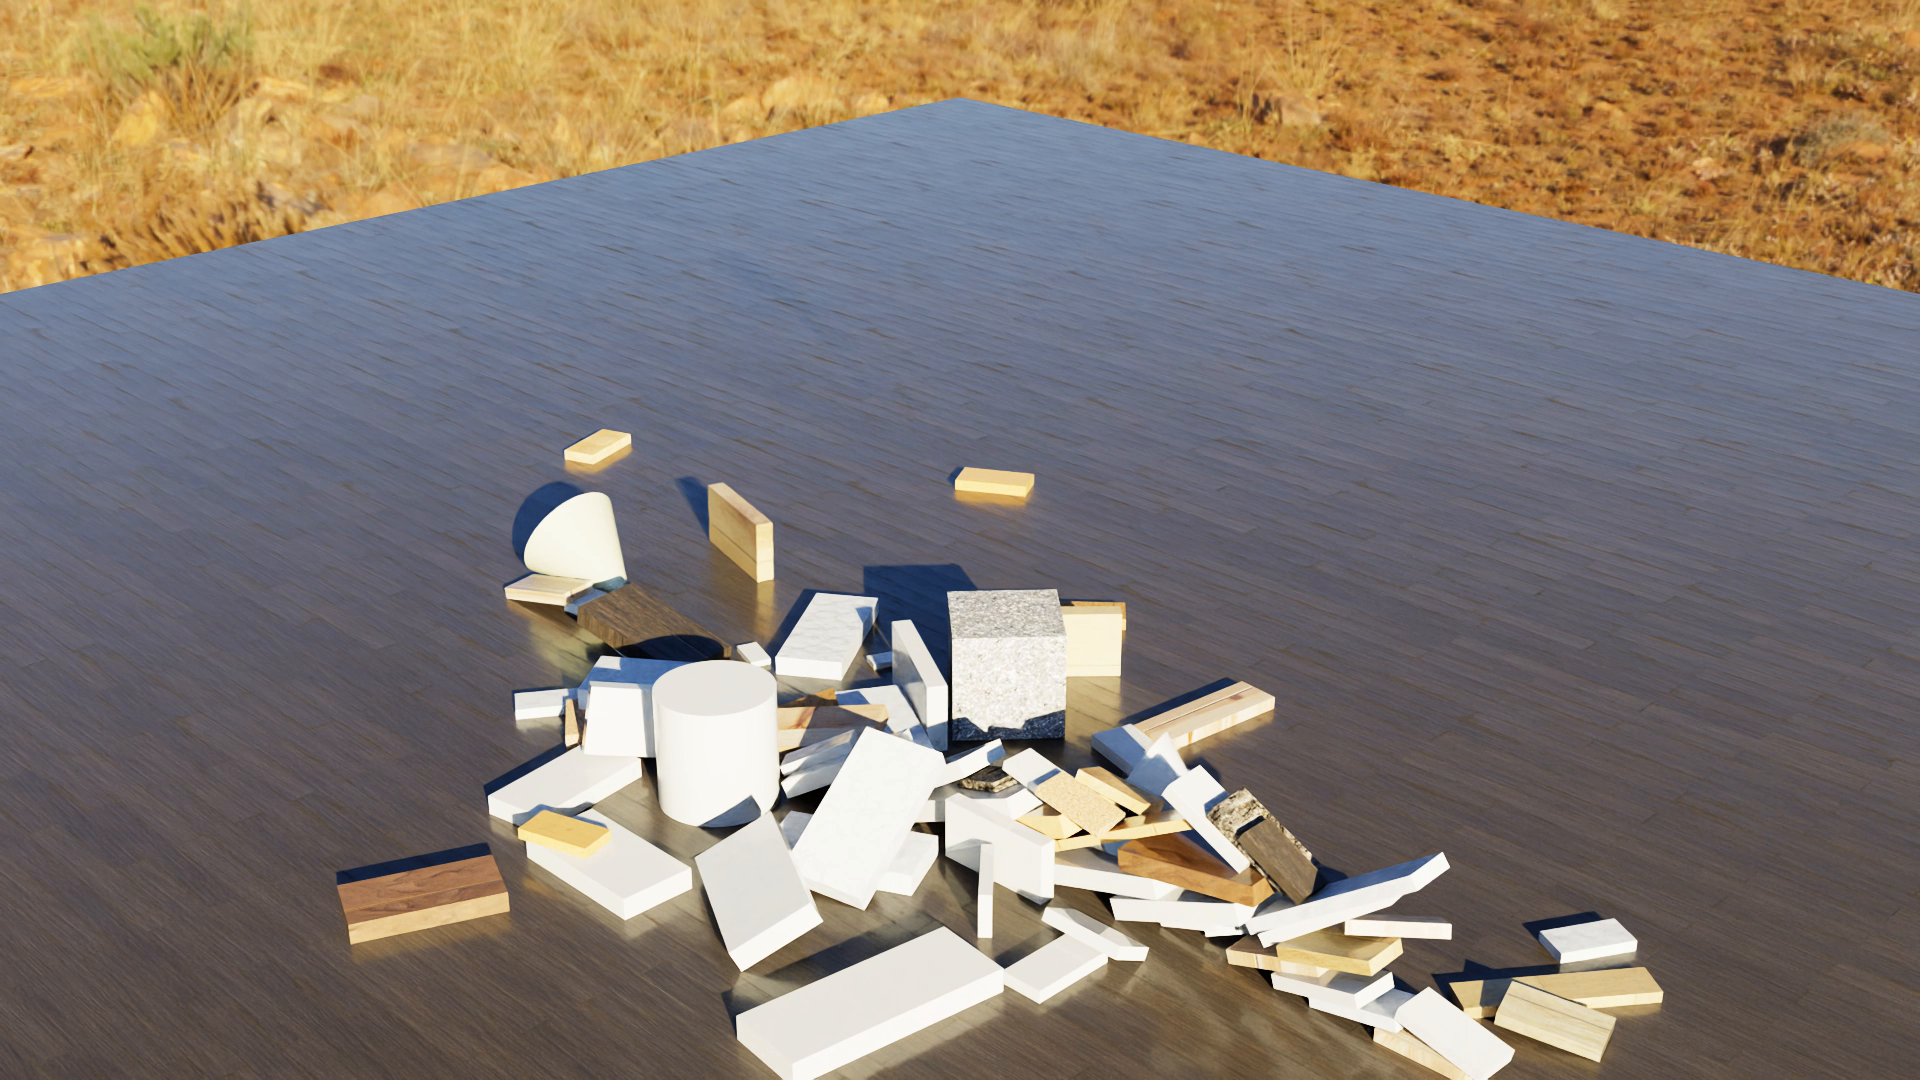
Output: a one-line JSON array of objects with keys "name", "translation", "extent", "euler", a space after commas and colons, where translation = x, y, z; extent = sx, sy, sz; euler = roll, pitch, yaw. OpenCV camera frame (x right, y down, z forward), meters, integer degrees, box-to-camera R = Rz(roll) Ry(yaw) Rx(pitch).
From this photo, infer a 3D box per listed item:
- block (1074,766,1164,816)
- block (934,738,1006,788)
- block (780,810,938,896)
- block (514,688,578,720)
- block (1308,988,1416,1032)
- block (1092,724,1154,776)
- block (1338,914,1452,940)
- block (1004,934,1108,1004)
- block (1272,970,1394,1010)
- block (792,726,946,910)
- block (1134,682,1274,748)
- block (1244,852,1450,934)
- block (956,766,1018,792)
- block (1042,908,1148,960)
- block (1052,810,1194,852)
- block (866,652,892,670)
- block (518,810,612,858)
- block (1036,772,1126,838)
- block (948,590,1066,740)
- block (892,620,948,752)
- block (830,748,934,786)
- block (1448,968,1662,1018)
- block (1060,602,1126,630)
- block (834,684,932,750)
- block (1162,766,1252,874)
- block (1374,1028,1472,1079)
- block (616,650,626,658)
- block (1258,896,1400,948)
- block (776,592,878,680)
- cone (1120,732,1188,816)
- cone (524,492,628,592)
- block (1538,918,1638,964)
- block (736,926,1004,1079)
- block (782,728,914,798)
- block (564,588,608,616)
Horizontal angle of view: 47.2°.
[{"name": "block", "translation": [0.303, 0.476, 4.176], "extent": [0.156, 0.022, 0.078], "euler": [26, 13, 32]}, {"name": "block", "translation": [-0.036, 0.468, 4.437], "extent": [0.126, 0.036, 0.253], "euler": [-23, -2, -44]}, {"name": "block", "translation": [-0.214, 0.607, 4.274], "extent": [0.310, 0.044, 0.155], "euler": [7, 24, 17]}, {"name": "block", "translation": [-0.904, 0.362, 4.879], "extent": [0.162, 0.023, 0.081], "euler": [-5, 23, -11]}, {"name": "block", "translation": [0.703, 0.799, 3.803], "extent": [0.179, 0.025, 0.090], "euler": [8, 22, 45]}, {"name": "block", "translation": [0.373, 0.454, 4.655], "extent": [0.100, 0.028, 0.200], "euler": [-12, 26, -26]}, {"name": "block", "translation": [0.757, 0.674, 3.841], "extent": [0.182, 0.026, 0.091], "euler": [2, -2, 2]}, {"name": "block", "translation": [0.170, 0.762, 3.931], "extent": [0.090, 0.026, 0.180], "euler": [21, 31, 40]}, {"name": "block", "translation": [0.648, 0.768, 3.833], "extent": [0.097, 0.028, 0.194], "euler": [-20, 14, -36]}, {"name": "block", "translation": [-0.181, 0.531, 4.222], "extent": [0.170, 0.048, 0.340], "euler": [17, 57, 23]}, {"name": "block", "translation": [0.535, 0.387, 4.813], "extent": [0.334, 0.028, 0.100], "euler": [-18, 29, -35]}, {"name": "block", "translation": [0.663, 0.613, 3.800], "extent": [0.099, 0.028, 0.399], "euler": [-23, -3, -42]}, {"name": "block", "translation": [0.061, 0.470, 4.333], "extent": [0.074, 0.021, 0.148], "euler": [-20, 8, -28]}, {"name": "block", "translation": [0.245, 0.715, 3.994], "extent": [0.180, 0.026, 0.090], "euler": [21, 5, 41]}, {"name": "block", "translation": [0.318, 0.540, 4.120], "extent": [0.398, 0.021, 0.074], "euler": [-18, 4, 45]}, {"name": "block", "translation": [-0.162, 0.276, 5.093], "extent": [0.097, 0.014, 0.049], "euler": [-9, 25, -21]}, {"name": "block", "translation": [-0.767, 0.571, 4.270], "extent": [0.162, 0.023, 0.081], "euler": [12, 26, 26]}, {"name": "block", "translation": [0.227, 0.498, 4.149], "extent": [0.156, 0.022, 0.078], "euler": [32, 38, 31]}, {"name": "block", "translation": [0.099, 0.271, 4.811], "extent": [0.243, 0.243, 0.243], "euler": [-1, 23, -3]}, {"name": "block", "translation": [-0.090, 0.316, 4.817], "extent": [0.044, 0.155, 0.338], "euler": [-6, 24, -13]}, {"name": "block", "translation": [-0.156, 0.469, 4.446], "extent": [0.126, 0.036, 0.253], "euler": [-23, 4, -29]}, {"name": "block", "translation": [1.045, 0.795, 3.860], "extent": [0.361, 0.022, 0.077], "euler": [-3, 23, -7]}, {"name": "block", "translation": [0.246, 0.180, 5.301], "extent": [0.304, 0.027, 0.097], "euler": [1, 23, 3]}, {"name": "block", "translation": [-0.168, 0.407, 4.746], "extent": [0.154, 0.044, 0.309], "euler": [-6, 24, -13]}, {"name": "block", "translation": [0.466, 0.500, 3.952], "extent": [0.198, 0.028, 0.099], "euler": [45, 42, 20]}, {"name": "block", "translation": [0.801, 0.853, 3.717], "extent": [0.179, 0.025, 0.090], "euler": [21, 30, 40]}, {"name": "block", "translation": [-0.789, 0.214, 5.176], "extent": [0.101, 0.029, 0.202], "euler": [-19, 39, -37]}, {"name": "block", "translation": [0.654, 0.650, 3.851], "extent": [0.267, 0.026, 0.091], "euler": [-27, -3, 35]}, {"name": "block", "translation": [-0.309, 0.224, 5.178], "extent": [0.154, 0.044, 0.361], "euler": [5, 23, 11]}, {"name": "cone", "translation": [0.437, 0.526, 4.406], "extent": [0.202, 0.202, 0.202], "euler": [37, 34, 13]}, {"name": "cone", "translation": [-0.892, 0.068, 5.448], "extent": [0.265, 0.265, 0.265], "euler": [-23, 59, -42]}, {"name": "block", "translation": [1.145, 0.731, 4.010], "extent": [0.154, 0.022, 0.077], "euler": [-6, 24, -15]}, {"name": "block", "translation": [-0.152, 0.802, 3.808], "extent": [0.446, 0.048, 0.170], "euler": [-17, 28, -35]}, {"name": "block", "translation": [-0.227, 0.455, 4.480], "extent": [0.252, 0.036, 0.126], "euler": [-20, 5, 17]}, {"name": "block", "translation": [-0.857, 0.168, 5.330], "extent": [0.194, 0.027, 0.097], "euler": [17, 28, 34]}]
